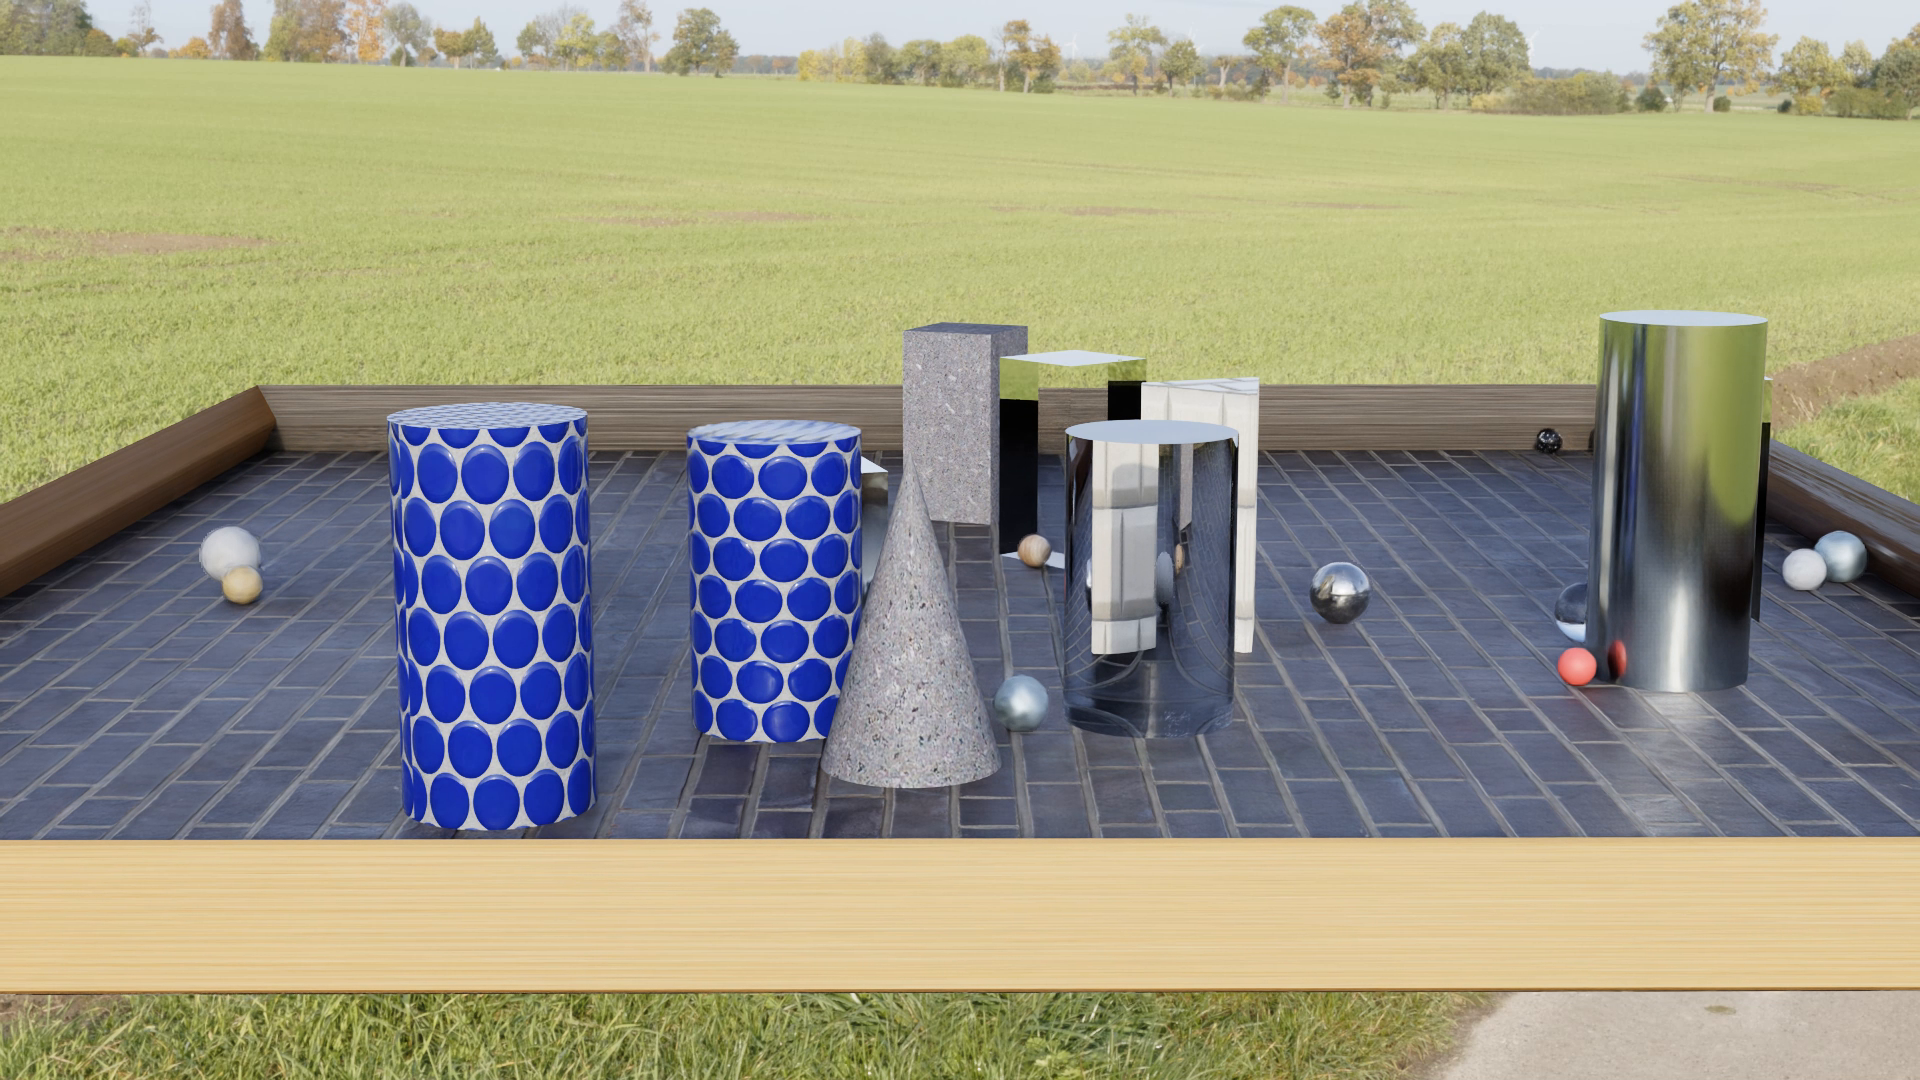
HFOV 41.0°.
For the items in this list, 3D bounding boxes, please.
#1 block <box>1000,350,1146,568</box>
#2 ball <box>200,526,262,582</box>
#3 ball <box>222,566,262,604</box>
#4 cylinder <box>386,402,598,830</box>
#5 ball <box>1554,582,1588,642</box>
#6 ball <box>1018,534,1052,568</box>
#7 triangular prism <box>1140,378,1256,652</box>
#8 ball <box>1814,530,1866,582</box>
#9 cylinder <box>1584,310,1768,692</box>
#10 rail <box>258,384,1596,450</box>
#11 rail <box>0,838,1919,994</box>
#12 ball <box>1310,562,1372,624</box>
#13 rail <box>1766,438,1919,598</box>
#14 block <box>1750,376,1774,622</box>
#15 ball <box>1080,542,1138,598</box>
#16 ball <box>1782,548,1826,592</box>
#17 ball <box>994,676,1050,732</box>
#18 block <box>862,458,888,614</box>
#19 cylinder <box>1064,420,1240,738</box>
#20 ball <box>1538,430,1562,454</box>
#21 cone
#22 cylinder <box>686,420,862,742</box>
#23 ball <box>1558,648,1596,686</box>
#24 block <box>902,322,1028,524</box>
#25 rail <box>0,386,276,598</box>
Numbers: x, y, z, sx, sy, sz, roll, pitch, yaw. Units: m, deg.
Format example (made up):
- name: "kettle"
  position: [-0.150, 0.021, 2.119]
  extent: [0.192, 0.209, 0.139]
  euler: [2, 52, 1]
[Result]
- name: "block"
  position: [0.167, -0.123, 3.814]
  extent: [0.153, 0.297, 0.153]
  euler: [-9, 14, -40]
- name: "ball"
  position: [-1.030, 0.022, 3.627]
  extent: [0.082, 0.082, 0.082]
  euler: [0, 11, 0]
- name: "ball"
  position: [-0.977, 0.061, 3.494]
  extent: [0.054, 0.054, 0.054]
  euler: [0, 11, 0]
- name: "cylinder"
  position: [-0.458, 0.070, 2.526]
  extent: [0.192, 0.389, 0.192]
  euler: [0, 11, 0]
- name: "ball"
  position: [0.796, 0.091, 3.263]
  extent: [0.078, 0.078, 0.078]
  euler: [0, 11, 0]
- name: "ball"
  position: [0.109, 0.016, 3.751]
  extent: [0.047, 0.047, 0.047]
  euler: [0, 11, 0]
- name: "triangular prism"
  position: [0.339, -0.039, 3.287]
  extent: [0.166, 0.326, 0.144]
  euler: [8, 13, 37]
- name: "ball"
  position: [1.248, 0.024, 3.639]
  extent: [0.073, 0.073, 0.073]
  euler: [0, 11, 0]
- name: "cylinder"
  position: [0.852, -0.051, 3.064]
  extent: [0.192, 0.430, 0.192]
  euler: [0, 11, 0]
- name: "rail"
  position: [-0.008, -0.229, 4.851]
  extent: [2.647, 0.125, 0.045]
  euler: [0, 11, 0]
- name: "rail"
  position: [0.008, 0.293, 2.047]
  extent: [2.647, 0.125, 0.045]
  euler: [0, 11, 0]
- name: "ball"
  position: [0.500, 0.069, 3.374]
  extent: [0.081, 0.081, 0.081]
  euler: [0, 11, 0]
- name: "rail"
  position: [1.300, 0.031, 3.457]
  extent: [0.045, 0.125, 2.900]
  euler: [0, 11, 0]
- name: "block"
  position: [0.975, -0.063, 3.427]
  extent: [0.153, 0.322, 0.153]
  euler: [0, 11, -2]
- name: "ball"
  position: [0.205, 0.042, 3.529]
  extent: [0.079, 0.079, 0.079]
  euler: [0, 11, 0]
- name: "ball"
  position: [1.179, 0.042, 3.581]
  extent: [0.060, 0.060, 0.060]
  euler: [0, 11, 0]
- name: "ball"
  position: [0.068, 0.180, 2.831]
  extent: [0.062, 0.062, 0.062]
  euler: [0, 11, 0]
- name: "block"
  position: [-0.181, 0.031, 3.128]
  extent: [0.153, 0.247, 0.153]
  euler: [-3, 11, -16]
- name: "cylinder"
  position: [0.212, 0.040, 2.867]
  extent: [0.192, 0.325, 0.192]
  euler: [0, 11, 0]
- name: "ball"
  position: [1.114, -0.186, 4.842]
  extent: [0.046, 0.046, 0.046]
  euler: [0, 11, 0]
- name: "cone"
  position: [-0.052, 0.070, 2.674]
  extent: [0.192, 0.335, 0.192]
  euler: [0, 11, 0]
- name: "cylinder"
  position: [-0.204, 0.042, 2.850]
  extent: [0.192, 0.327, 0.192]
  euler: [0, 11, 0]
- name: "ball"
  position: [0.731, 0.150, 3.038]
  extent: [0.045, 0.045, 0.045]
  euler: [0, 11, 0]
- name: "block"
  position: [0.009, -0.193, 4.171]
  extent: [0.153, 0.304, 0.153]
  euler: [5, 12, 24]
- name: "rail"
  position: [-1.300, 0.033, 3.442]
  extent: [0.045, 0.125, 2.900]
  euler: [0, 11, 0]
